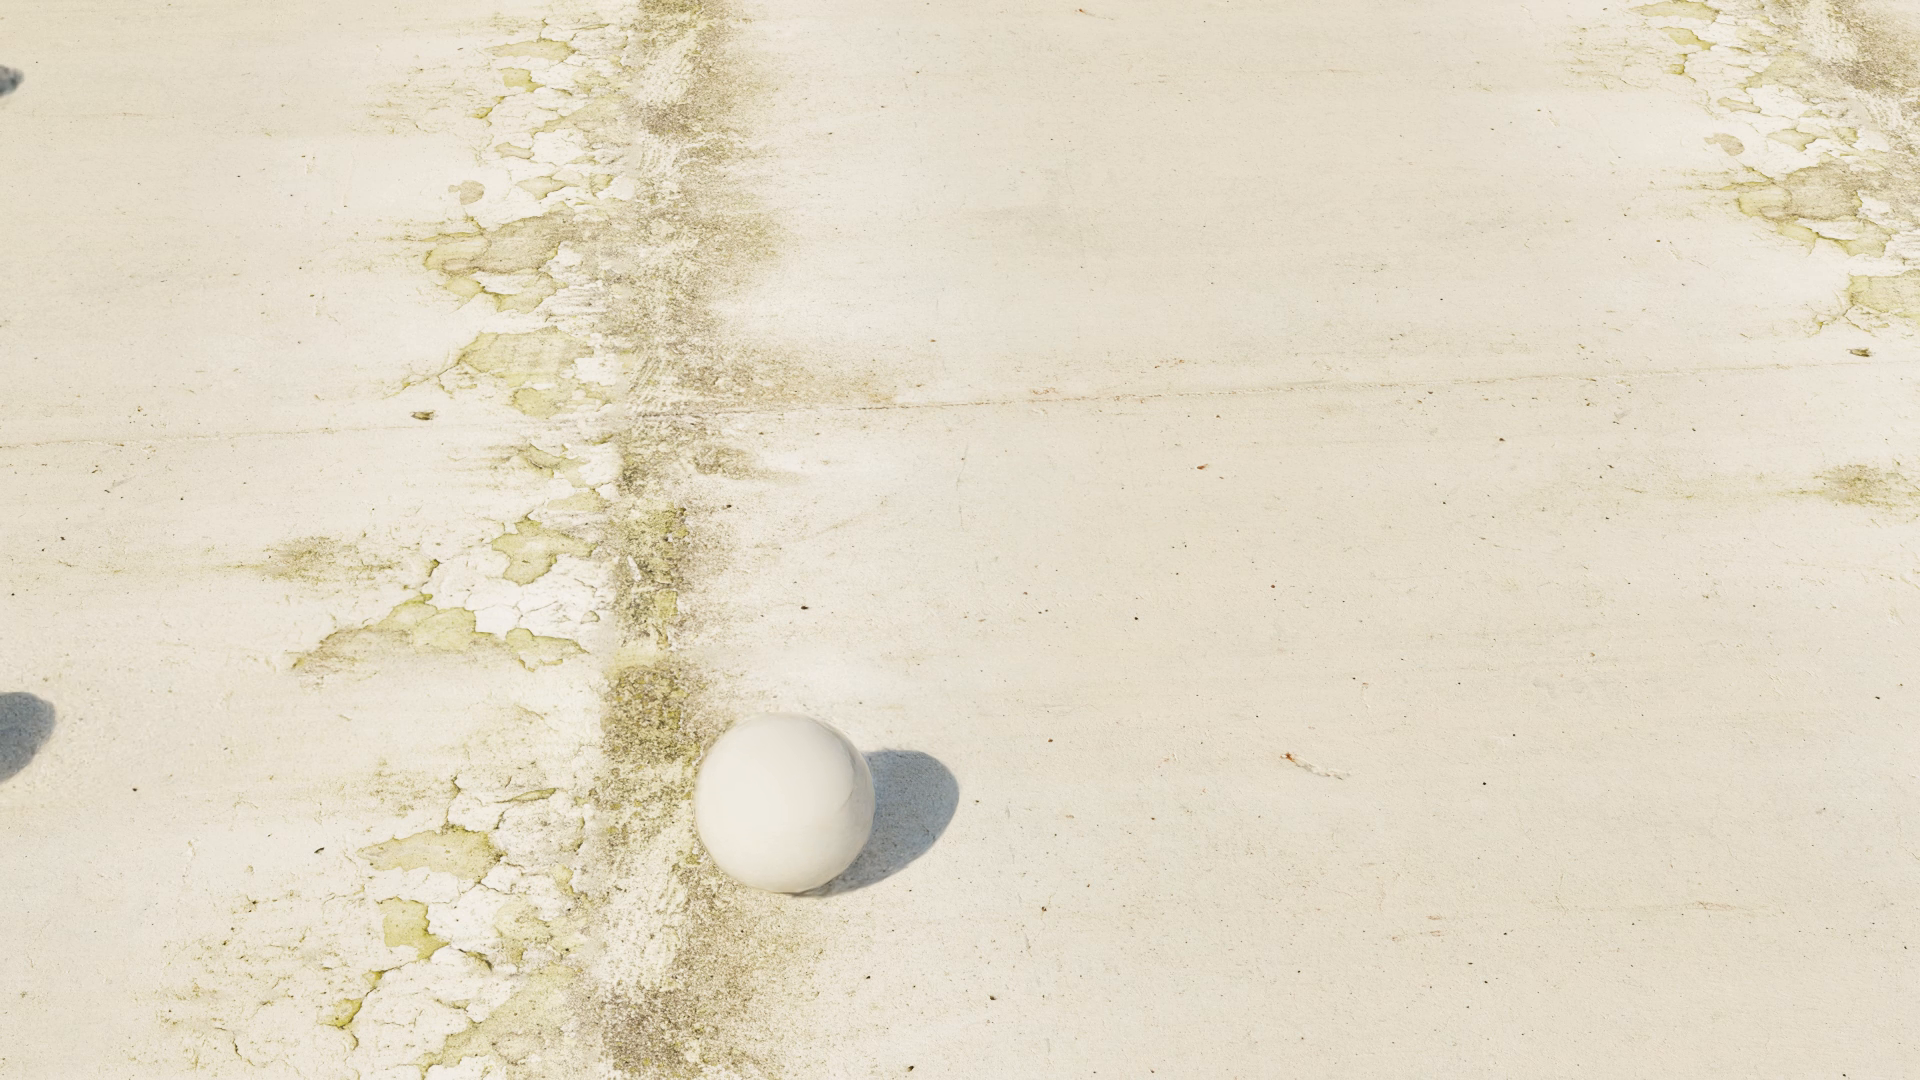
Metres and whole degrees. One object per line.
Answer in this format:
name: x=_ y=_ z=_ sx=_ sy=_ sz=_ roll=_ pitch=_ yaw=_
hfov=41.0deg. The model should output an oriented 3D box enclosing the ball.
ball: x=-0.093 y=0.138 z=1.354 sx=0.096 sy=0.096 sz=0.096 roll=0 pitch=36 yaw=0
